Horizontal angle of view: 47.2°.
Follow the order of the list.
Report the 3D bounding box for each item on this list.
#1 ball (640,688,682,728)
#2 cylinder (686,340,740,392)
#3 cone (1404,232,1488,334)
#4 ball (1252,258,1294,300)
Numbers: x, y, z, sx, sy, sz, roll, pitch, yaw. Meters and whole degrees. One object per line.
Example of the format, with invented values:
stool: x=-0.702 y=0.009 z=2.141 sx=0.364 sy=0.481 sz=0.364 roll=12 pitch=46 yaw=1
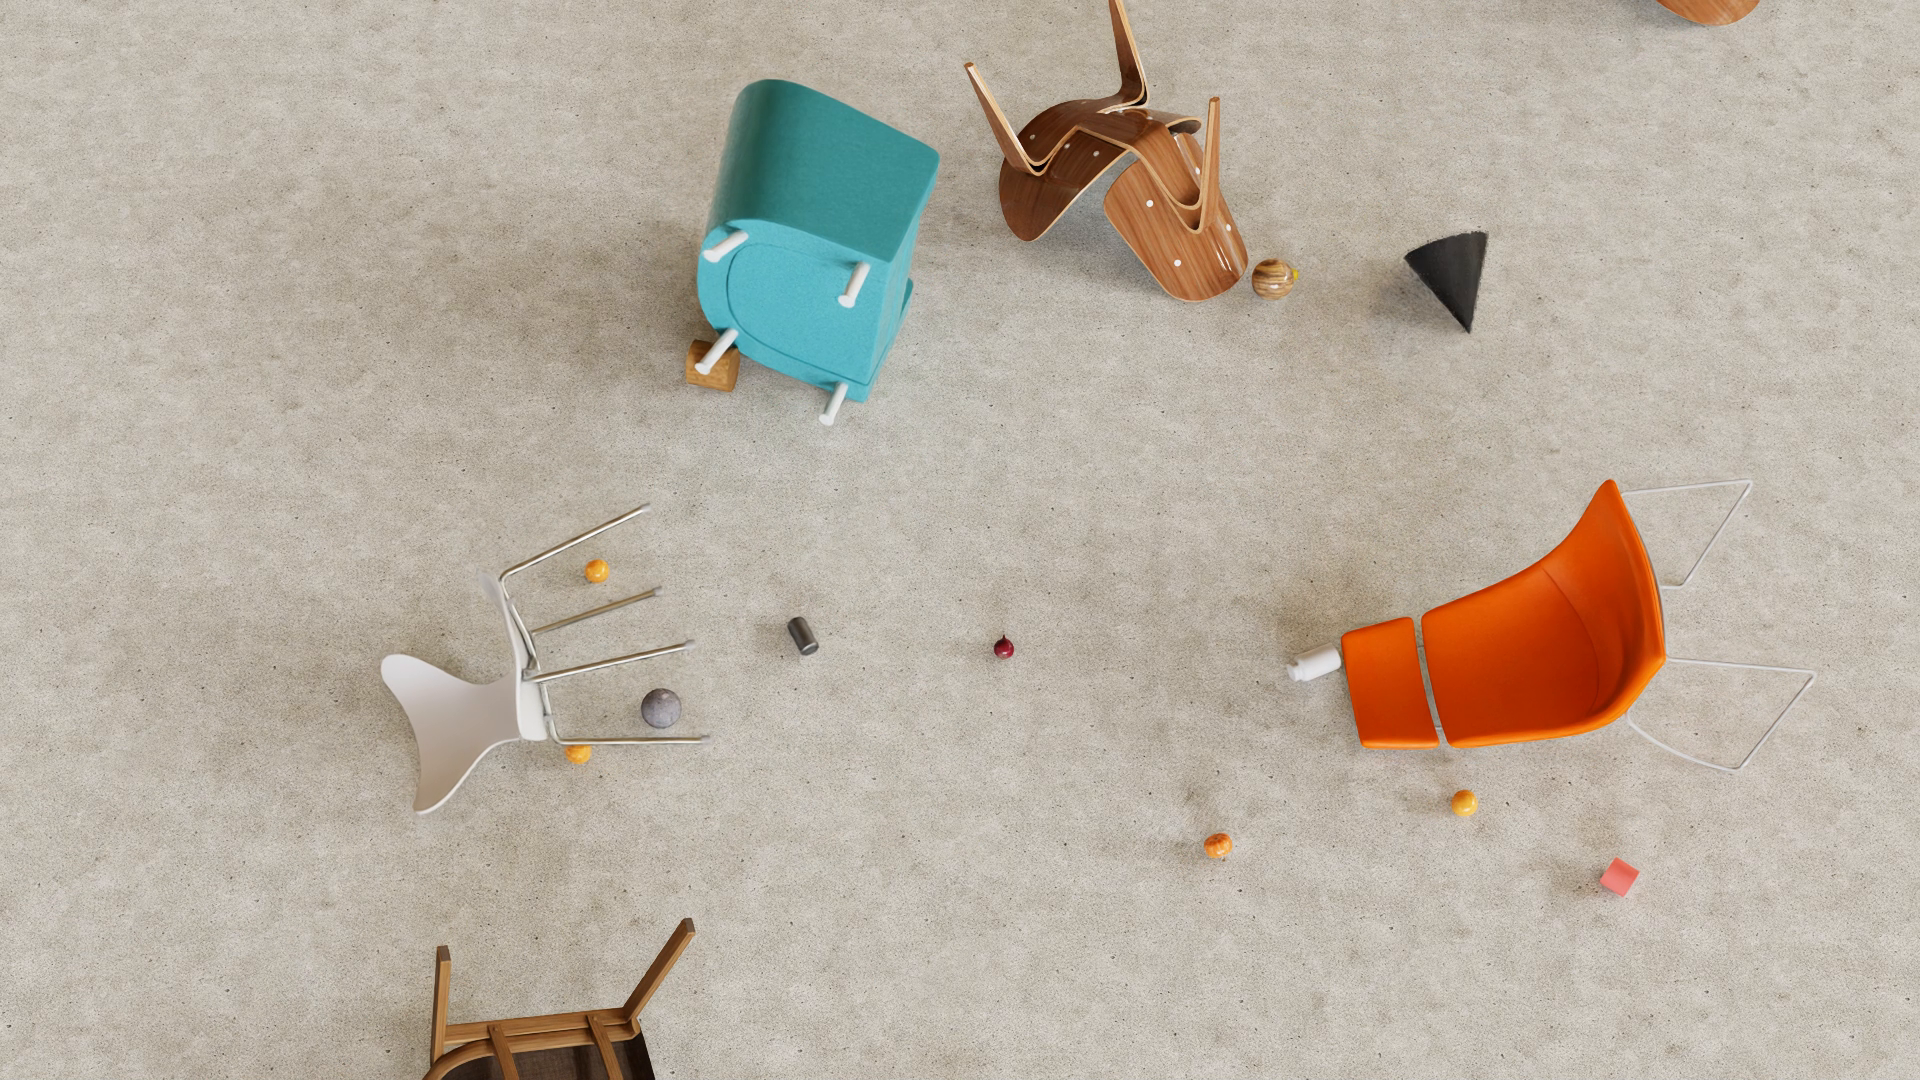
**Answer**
ball: x=-0.840 y=0.474 z=6.187 sx=0.114 sy=0.114 sz=0.114 roll=0 pitch=56 yaw=0
cylinder: x=-0.769 y=-0.542 z=6.848 sx=0.134 sy=0.149 sz=0.125 roll=13 pitch=42 yaw=8
cone: x=1.592 y=-0.797 z=7.034 sx=0.273 sy=0.271 sz=0.297 roll=-17 pitch=81 yaw=26
ball: x=1.003 y=-0.835 z=7.052 sx=0.137 sy=0.137 sz=0.137 roll=0 pitch=56 yaw=0
